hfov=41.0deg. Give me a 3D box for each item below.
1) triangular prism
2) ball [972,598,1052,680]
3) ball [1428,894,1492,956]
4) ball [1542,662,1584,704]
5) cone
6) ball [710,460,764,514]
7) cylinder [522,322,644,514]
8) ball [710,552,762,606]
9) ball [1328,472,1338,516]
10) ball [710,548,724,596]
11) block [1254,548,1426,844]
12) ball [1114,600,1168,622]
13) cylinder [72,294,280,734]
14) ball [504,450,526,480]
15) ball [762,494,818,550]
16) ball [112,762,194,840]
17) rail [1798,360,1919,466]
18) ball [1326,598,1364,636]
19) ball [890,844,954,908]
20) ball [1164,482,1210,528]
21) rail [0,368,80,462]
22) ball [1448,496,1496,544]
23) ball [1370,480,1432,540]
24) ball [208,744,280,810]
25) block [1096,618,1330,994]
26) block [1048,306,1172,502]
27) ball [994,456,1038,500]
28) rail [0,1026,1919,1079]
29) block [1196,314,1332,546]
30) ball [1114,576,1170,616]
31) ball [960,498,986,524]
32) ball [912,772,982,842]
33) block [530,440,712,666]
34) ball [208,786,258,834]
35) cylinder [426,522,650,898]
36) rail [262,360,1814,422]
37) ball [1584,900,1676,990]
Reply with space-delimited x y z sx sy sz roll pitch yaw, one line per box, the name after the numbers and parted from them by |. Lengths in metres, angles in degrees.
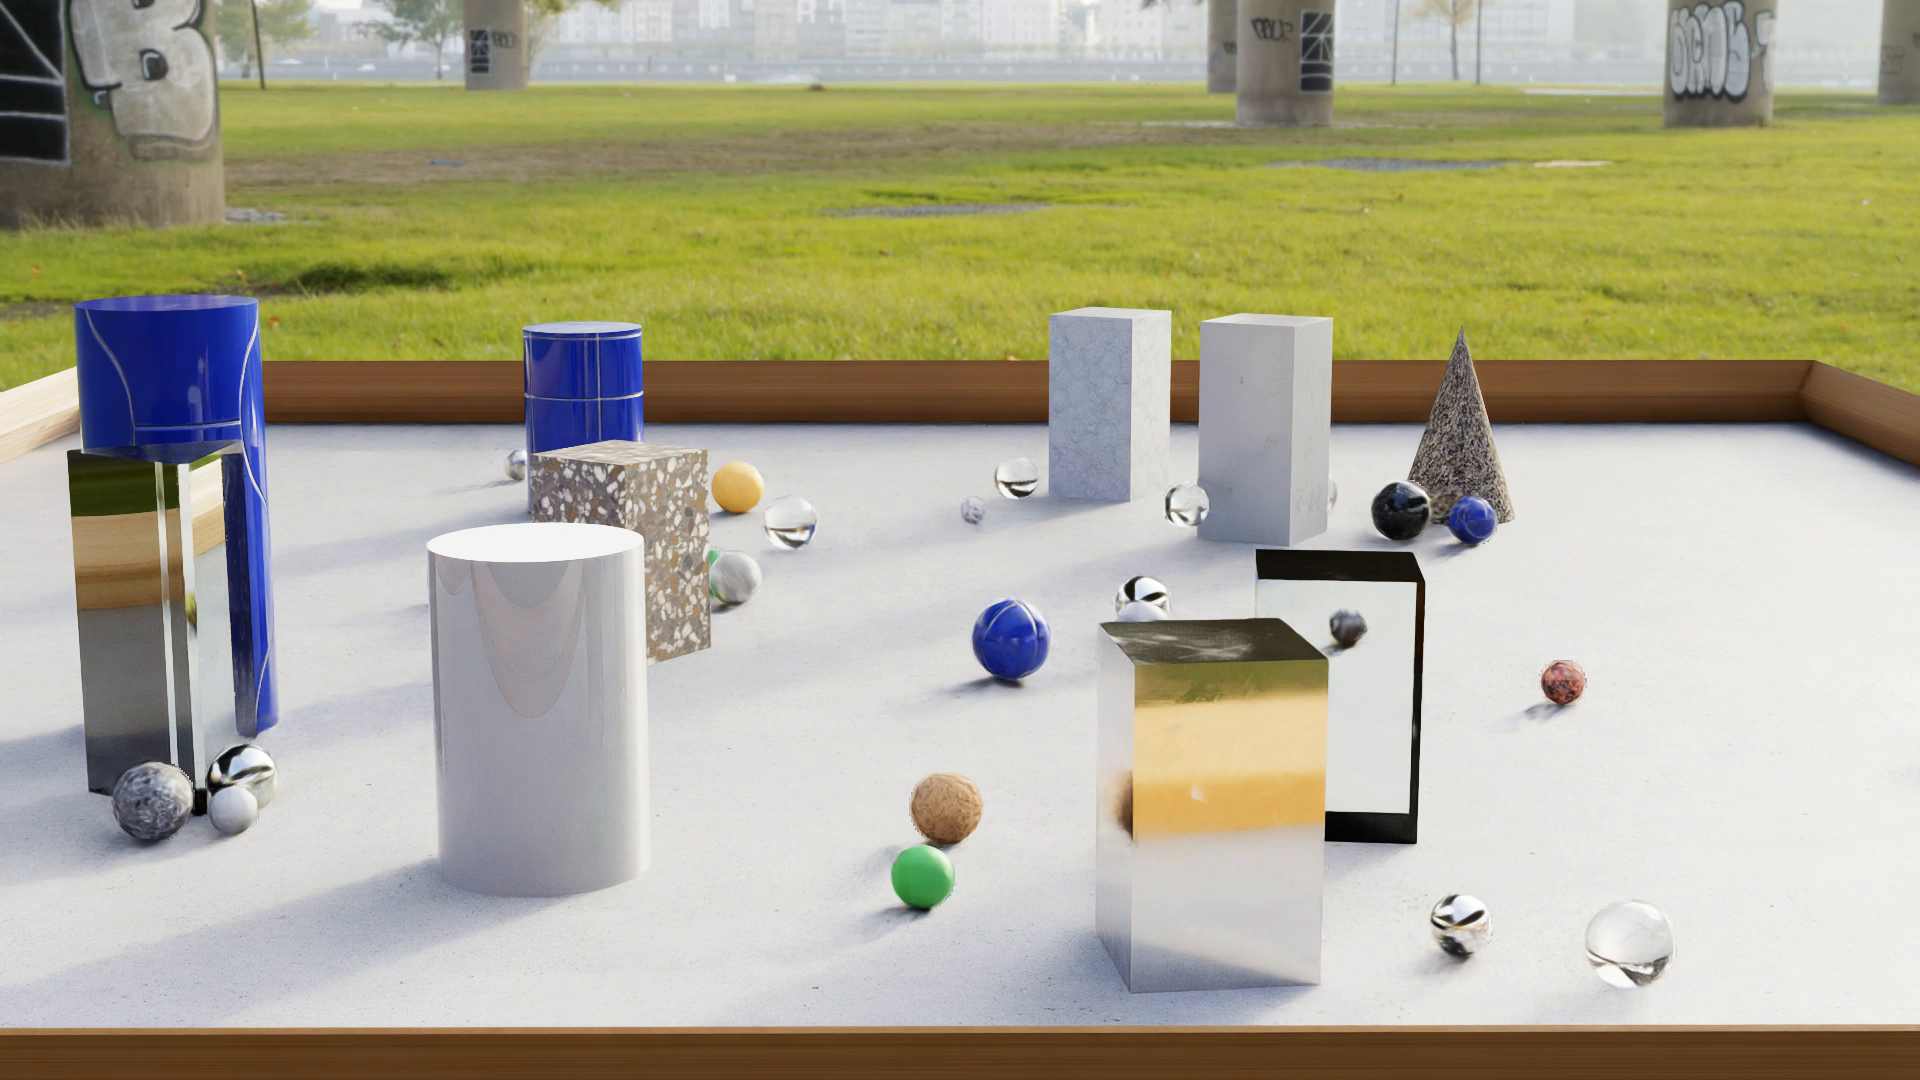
-0.774 0.080 2.589 0.167 0.349 0.145 7 12 32 | triangular prism
0.062 0.119 3.069 0.097 0.097 0.097 0 11 0 | ball
0.414 0.318 2.121 0.051 0.051 0.051 0 11 0 | ball
0.694 0.164 2.955 0.049 0.049 0.049 0 11 0 | ball
0.809 -0.194 4.161 0.193 0.313 0.193 0 11 0 | cone
-0.365 -0.087 4.203 0.086 0.086 0.086 0 11 0 | ball
-0.617 -0.199 4.216 0.193 0.302 0.193 0 11 0 | cylinder
-0.307 0.052 3.492 0.073 0.073 0.073 0 11 0 | ball
0.557 -0.074 4.107 0.096 0.096 0.096 0 11 0 | ball
-0.345 0.045 3.555 0.065 0.065 0.065 0 11 0 | ball
0.362 0.148 2.485 0.155 0.252 0.155 1 11 5 | block
0.226 0.110 3.194 0.068 0.068 0.068 0 11 0 | ball
-0.860 -0.026 2.824 0.193 0.471 0.193 0 11 0 | cylinder
-0.780 -0.132 4.538 0.054 0.054 0.054 0 11 0 | ball
-0.257 -0.026 3.886 0.084 0.084 0.084 0 11 0 | ball
-0.766 0.248 2.436 0.074 0.074 0.074 0 11 0 | ball
1.742 0.030 3.459 0.045 0.126 3.700 0 11 0 | rail
0.497 0.099 3.304 0.049 0.049 0.049 0 11 0 | ball
-0.033 0.294 2.241 0.055 0.055 0.055 0 11 0 | ball
0.349 -0.053 3.952 0.069 0.069 0.069 0 11 0 | ball
-1.742 0.034 3.439 0.045 0.126 3.700 0 11 0 | rail
0.785 -0.030 3.935 0.073 0.073 0.073 0 11 0 | ball
0.682 -0.045 3.963 0.093 0.093 0.093 0 11 0 | ball
-0.704 0.234 2.521 0.069 0.069 0.069 0 11 0 | ball
0.202 0.213 2.095 0.155 0.268 0.155 -1 11 -7 | block
0.256 -0.235 4.390 0.155 0.309 0.155 6 12 29 | block
0.094 -0.106 4.334 0.075 0.075 0.075 0 11 0 | ball
0.011 0.366 1.654 3.531 0.126 0.045 0 11 0 | rail
0.474 -0.174 3.988 0.155 0.337 0.155 6 12 29 | block
0.237 0.083 3.332 0.072 0.072 0.072 0 11 0 | ball
0.020 -0.047 4.112 0.040 0.040 0.040 0 11 0 | ball
-0.012 0.253 2.428 0.068 0.068 0.068 0 11 0 | ball
-0.422 0.015 3.199 0.155 0.253 0.155 7 13 34 | block
-0.696 0.259 2.455 0.045 0.045 0.045 0 11 0 | ball
-0.382 0.150 2.337 0.193 0.302 0.193 0 11 0 | cylinder
-0.011 -0.301 5.245 3.531 0.126 0.045 0 11 0 | rail
0.534 0.322 2.045 0.071 0.071 0.071 0 11 0 | ball
